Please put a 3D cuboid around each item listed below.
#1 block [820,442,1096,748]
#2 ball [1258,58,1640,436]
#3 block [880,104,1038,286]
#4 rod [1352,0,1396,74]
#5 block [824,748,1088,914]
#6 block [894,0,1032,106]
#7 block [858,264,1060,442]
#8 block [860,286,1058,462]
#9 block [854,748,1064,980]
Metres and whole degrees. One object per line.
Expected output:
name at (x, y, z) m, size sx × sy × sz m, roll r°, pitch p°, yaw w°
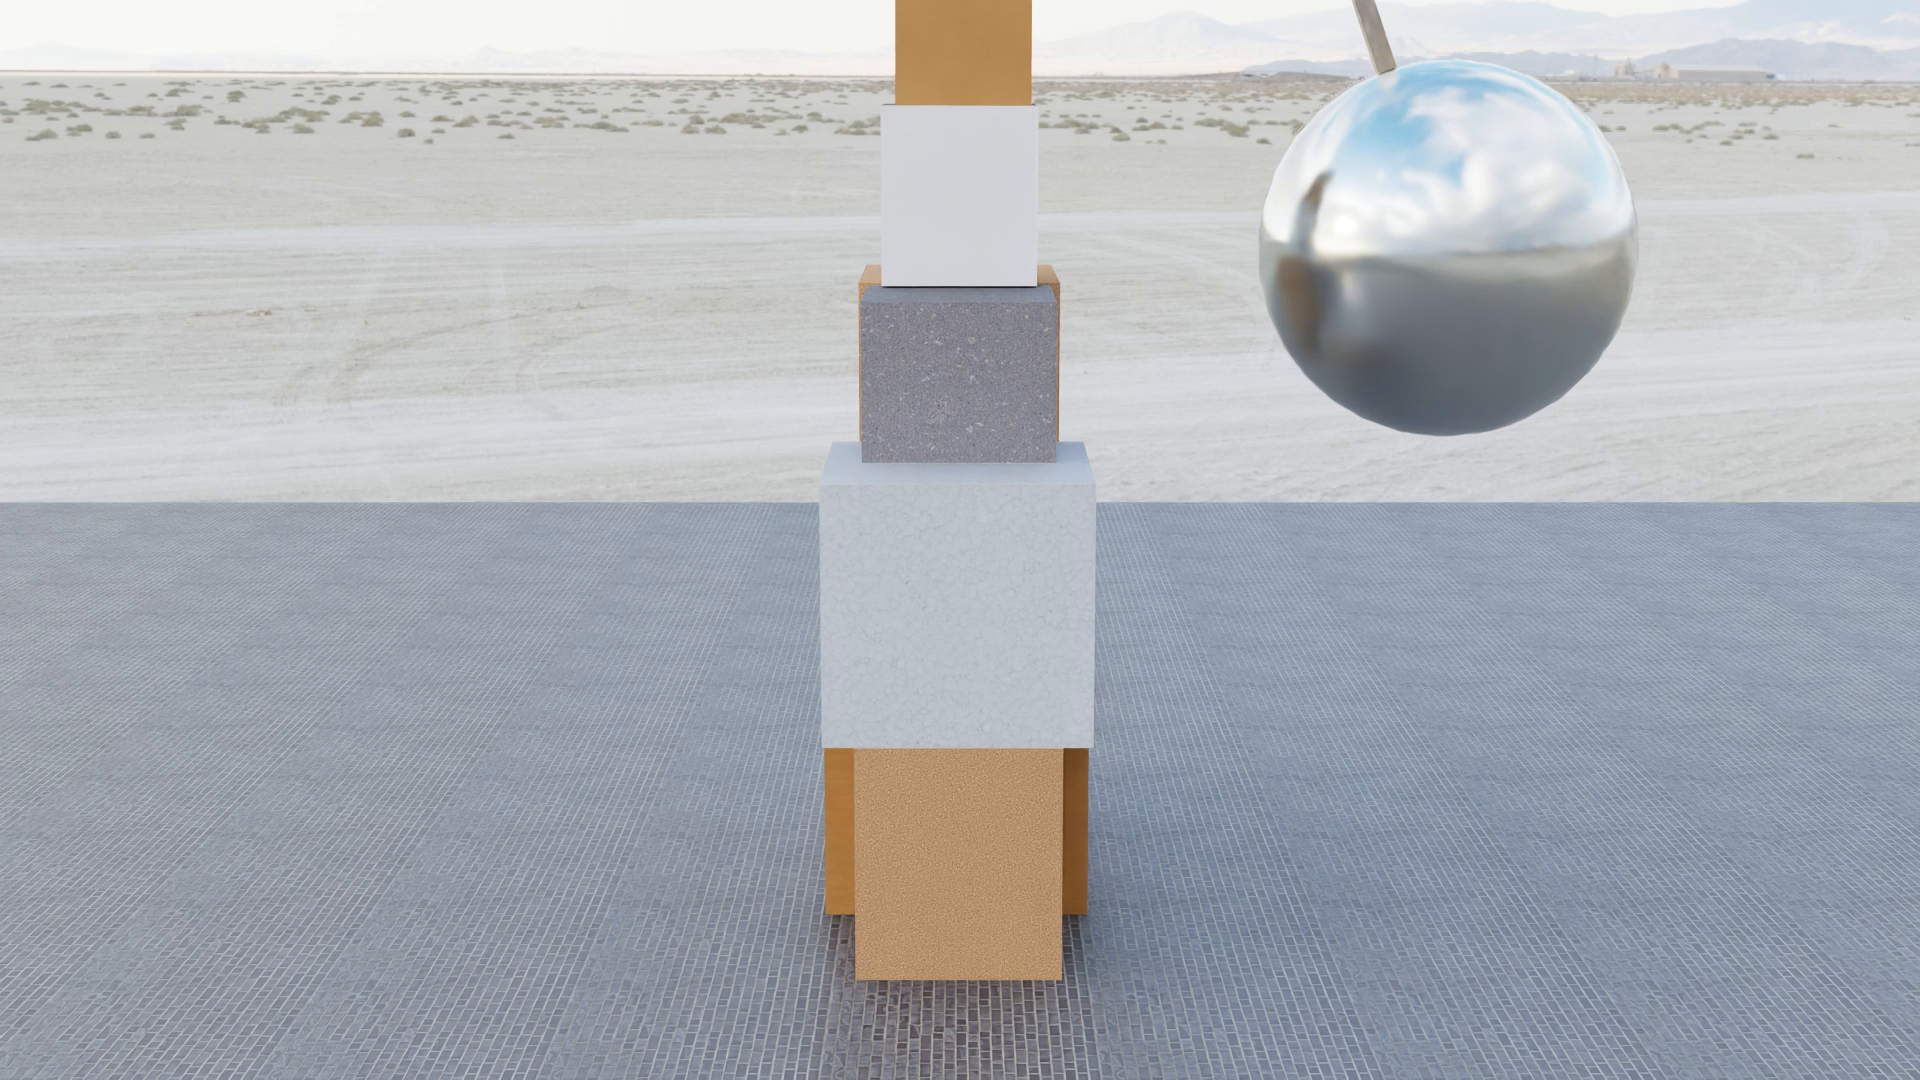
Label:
block at (-0.009, 0.195, 10.333) m, size 1.050 × 1.032 × 1.058 m, roll 0°, pitch 11°, yaw 0°
ball at (2.074, -1.241, 10.955) m, size 1.600 × 1.600 × 1.600 m, roll 0°, pitch 10°, yaw 0°
block at (-0.004, -1.479, 10.928) m, size 0.648 × 0.741 × 0.656 m, roll 0°, pitch 10°, yaw 0°
rod at (0.899, -4.380, 10.384) m, size 0.080 × 5.200 × 0.080 m, roll -20°, pitch 10°, yaw 4°
block at (-0.015, 1.013, 11.349) m, size 1.106 × 0.947 × 1.183 m, roll 0°, pitch 10°, yaw 0°
block at (0.014, -2.147, 10.811) m, size 0.564 × 0.615 × 0.500 m, roll 0°, pitch 10°, yaw 0°
block at (-0.004, -0.757, 11.425) m, size 0.853 × 0.859 × 1.027 m, roll 0°, pitch 10°, yaw 0°
block at (-0.005, -0.689, 10.499) m, size 0.773 × 0.639 × 0.709 m, roll 0°, pitch 11°, yaw 0°
block at (-0.005, 1.196, 10.370) m, size 0.809 × 0.936 × 0.788 m, roll 0°, pitch 10°, yaw 0°
